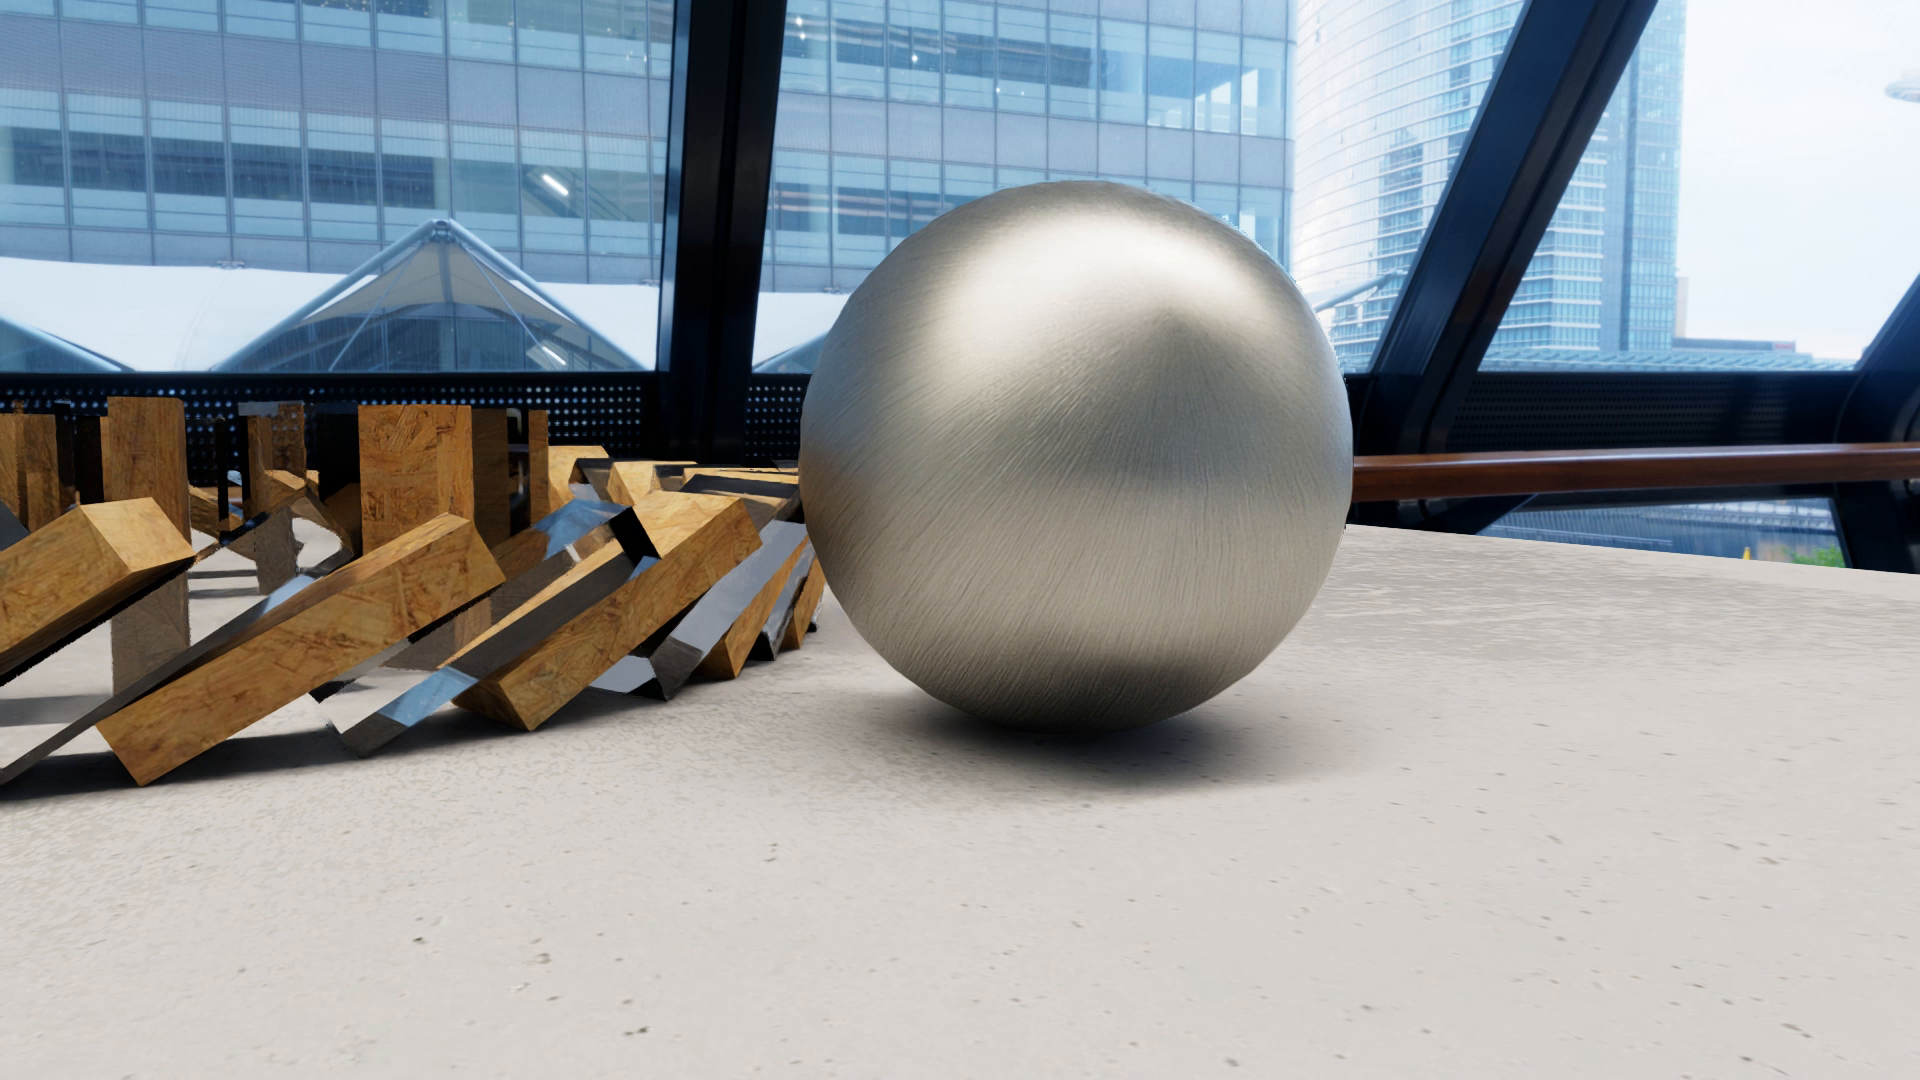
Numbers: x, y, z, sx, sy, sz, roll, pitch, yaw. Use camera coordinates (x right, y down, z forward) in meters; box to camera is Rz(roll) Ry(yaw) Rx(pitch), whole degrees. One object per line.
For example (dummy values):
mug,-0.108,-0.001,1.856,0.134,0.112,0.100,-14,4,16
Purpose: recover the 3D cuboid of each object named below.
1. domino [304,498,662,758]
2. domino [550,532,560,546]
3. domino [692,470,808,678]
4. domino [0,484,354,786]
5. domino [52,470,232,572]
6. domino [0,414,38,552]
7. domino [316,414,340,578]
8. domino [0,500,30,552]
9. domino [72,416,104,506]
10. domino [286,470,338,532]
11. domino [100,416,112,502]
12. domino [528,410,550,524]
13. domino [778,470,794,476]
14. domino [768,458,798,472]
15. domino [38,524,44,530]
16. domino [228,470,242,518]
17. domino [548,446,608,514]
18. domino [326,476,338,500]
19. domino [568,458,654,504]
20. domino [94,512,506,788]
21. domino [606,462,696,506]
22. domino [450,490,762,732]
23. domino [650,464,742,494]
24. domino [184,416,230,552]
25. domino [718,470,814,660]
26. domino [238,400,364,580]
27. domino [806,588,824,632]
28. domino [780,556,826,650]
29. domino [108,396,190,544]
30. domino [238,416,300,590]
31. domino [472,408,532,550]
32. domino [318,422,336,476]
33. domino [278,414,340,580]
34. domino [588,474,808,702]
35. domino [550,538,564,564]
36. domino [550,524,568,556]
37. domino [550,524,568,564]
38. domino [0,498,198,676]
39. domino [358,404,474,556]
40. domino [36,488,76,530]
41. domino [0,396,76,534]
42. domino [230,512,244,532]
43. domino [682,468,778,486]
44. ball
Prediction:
domino,-0.072,0.011,0.193,0.050,0.010,0.025,-37,24,-27
domino,-0.169,-0.008,0.453,0.050,0.009,0.025,29,4,-1
domino,-0.047,0.005,0.251,0.025,0.009,0.050,4,39,14
domino,-0.105,0.011,0.168,0.050,0.009,0.025,-38,21,-18
domino,-0.265,-0.006,0.418,0.050,0.010,0.025,32,-14,-27
domino,-0.252,-0.007,0.333,0.025,0.050,0.009,2,5,26
domino,-0.153,-0.007,0.331,0.009,0.050,0.025,0,4,5
domino,-0.140,0.013,0.151,0.050,0.010,0.025,-35,10,-4
domino,-0.243,-0.009,0.348,0.025,0.050,0.009,3,5,36
domino,-0.211,-0.008,0.446,0.050,0.009,0.025,30,-2,-9
domino,-0.232,-0.009,0.360,0.025,0.050,0.009,4,6,43
domino,-0.106,-0.004,0.290,0.025,0.050,0.009,-1,4,-16
domino,-0.053,-0.005,0.417,0.025,0.010,0.050,-4,36,-46
domino,-0.039,-0.007,0.405,0.025,0.009,0.050,-2,41,-43
domino,-0.291,-0.004,0.386,0.025,0.010,0.050,1,-28,39
domino,-0.229,-0.007,0.438,0.050,0.009,0.025,30,-4,-16
domino,-0.109,-0.007,0.385,0.025,0.010,0.050,-5,51,-50
domino,-0.193,-0.008,0.450,0.050,0.010,0.025,29,-2,-7
domino,-0.092,-0.004,0.373,0.025,0.010,0.050,-4,44,-43
domino,-0.090,0.013,0.178,0.050,0.010,0.025,-33,19,-23
domino,-0.079,-0.003,0.361,0.025,0.009,0.050,-3,42,-36
domino,-0.059,0.010,0.210,0.025,0.010,0.050,6,38,43
domino,-0.066,-0.002,0.347,0.025,0.009,0.050,-2,40,-27
domino,-0.220,-0.010,0.372,0.009,0.050,0.025,-3,6,-39
domino,-0.045,0.004,0.268,0.025,0.009,0.050,2,39,10
domino,-0.120,0.000,0.234,0.025,0.050,0.009,3,5,37
domino,-0.045,0.003,0.308,0.025,0.010,0.050,0,34,1
domino,-0.043,0.005,0.286,0.025,0.009,0.050,1,33,9
domino,-0.138,0.001,0.219,0.010,0.050,0.025,-2,5,-29
domino,-0.205,-0.011,0.382,0.009,0.050,0.025,-7,7,-25
domino,-0.105,-0.003,0.271,0.025,0.050,0.009,1,4,8
domino,-0.177,-0.012,0.391,0.009,0.050,0.025,-19,5,-2
domino,-0.191,-0.012,0.388,0.010,0.050,0.025,-13,7,-11
domino,-0.050,0.007,0.232,0.025,0.009,0.050,7,39,26
domino,-0.144,-0.010,0.392,0.009,0.050,0.025,-36,-4,13
domino,-0.145,-0.007,0.455,0.050,0.010,0.025,28,9,9
domino,-0.129,-0.009,0.390,0.009,0.050,0.025,-39,-10,19
domino,-0.124,0.013,0.158,0.050,0.009,0.025,-35,12,-10
domino,-0.109,-0.001,0.253,0.025,0.050,0.009,2,5,20
domino,-0.280,-0.006,0.400,0.025,0.009,0.050,0,-29,45
domino,-0.155,0.002,0.212,0.010,0.050,0.025,-1,4,-17
domino,-0.248,-0.006,0.430,0.050,0.009,0.025,31,-8,-21
domino,-0.056,0.000,0.331,0.025,0.010,0.050,-2,39,-20
ball,0.016,-0.012,0.189,0.080,0.080,0.080,0,4,0
